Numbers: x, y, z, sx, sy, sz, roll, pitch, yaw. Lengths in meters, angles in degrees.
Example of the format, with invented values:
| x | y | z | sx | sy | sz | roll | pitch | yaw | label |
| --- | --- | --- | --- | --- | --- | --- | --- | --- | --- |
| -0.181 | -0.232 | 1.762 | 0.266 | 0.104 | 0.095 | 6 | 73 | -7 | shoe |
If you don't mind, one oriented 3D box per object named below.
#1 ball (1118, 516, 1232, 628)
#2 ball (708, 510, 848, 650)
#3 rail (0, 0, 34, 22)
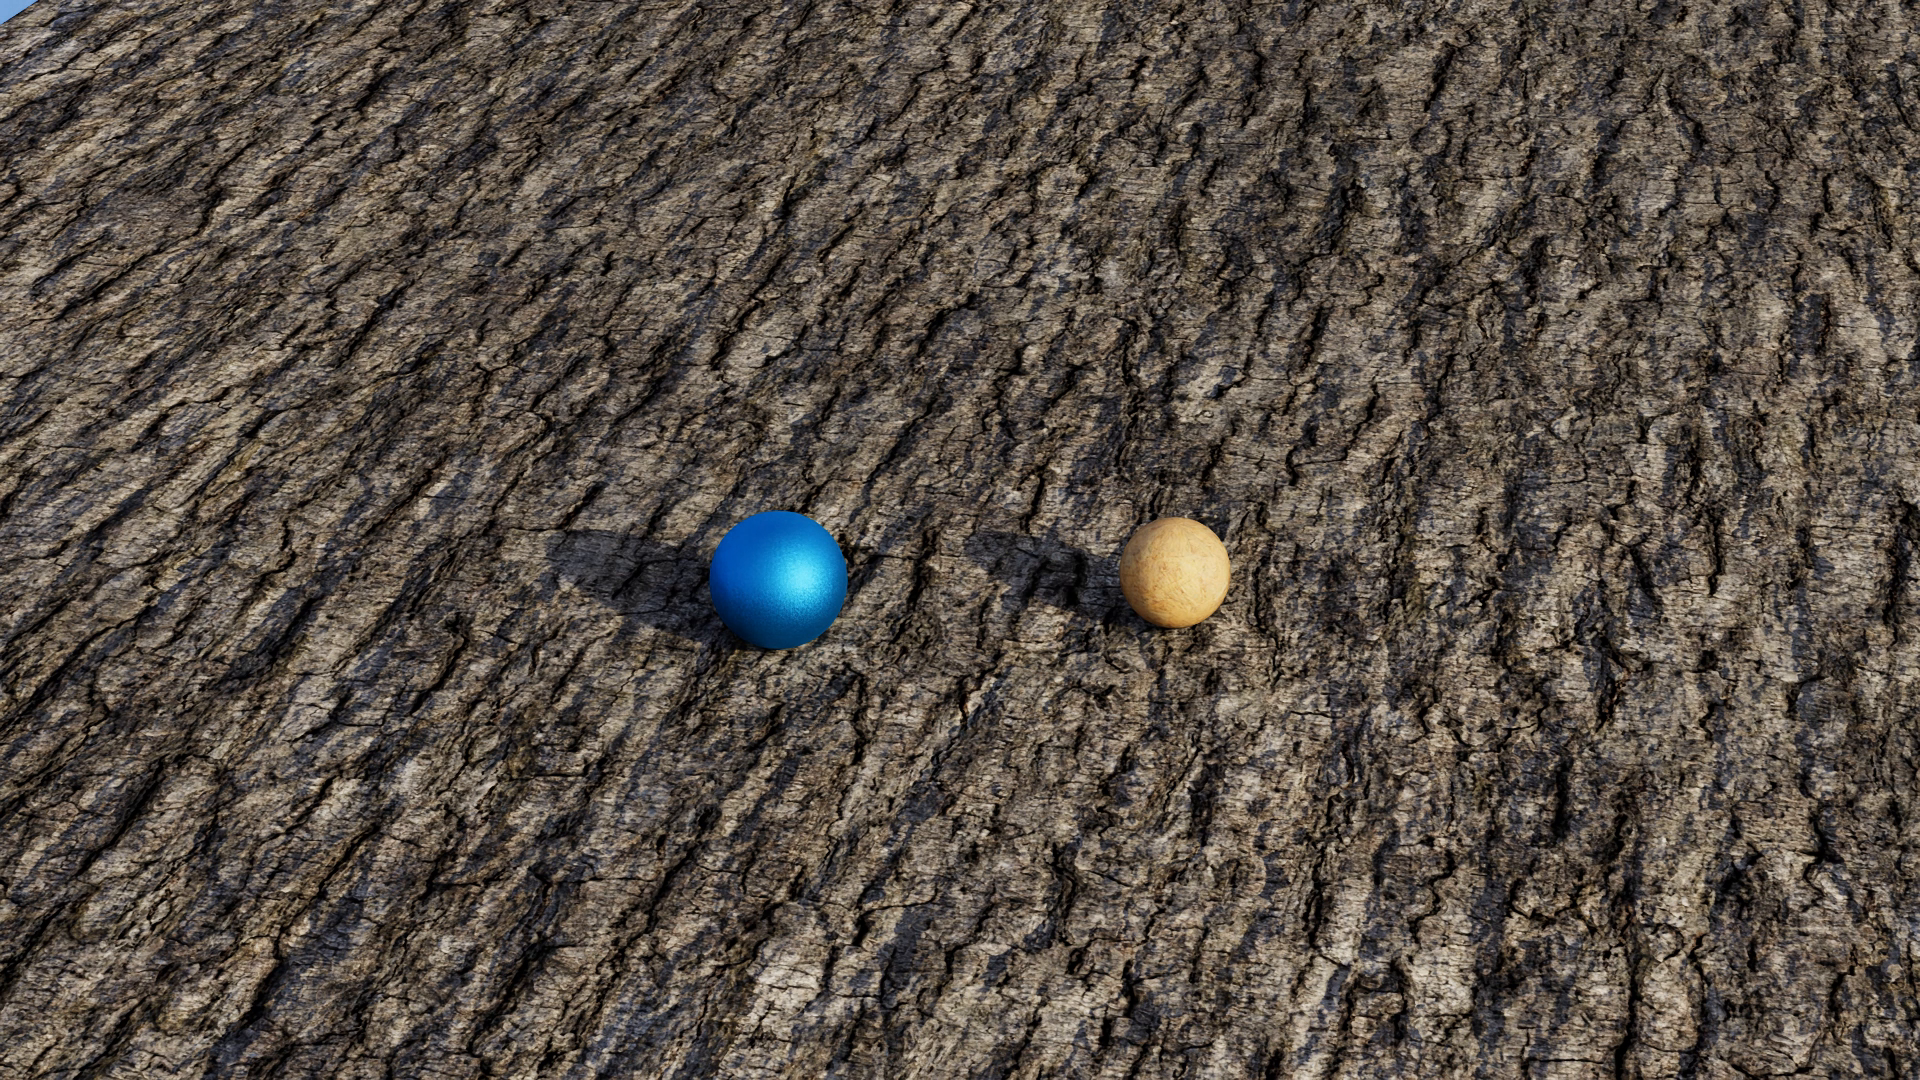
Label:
| x | y | z | sx | sy | sz | roll | pitch | yaw | label |
| --- | --- | --- | --- | --- | --- | --- | --- | --- | --- |
| 0.118 | 0.018 | 1.616 | 0.062 | 0.062 | 0.062 | 0 | 30 | 0 | ball |
| -0.099 | 0.022 | 1.596 | 0.075 | 0.075 | 0.075 | 0 | 30 | 0 | ball |
| -0.725 | -0.594 | 2.648 | 0.045 | 0.101 | 3.847 | 7 | 30 | 12 | rail |
